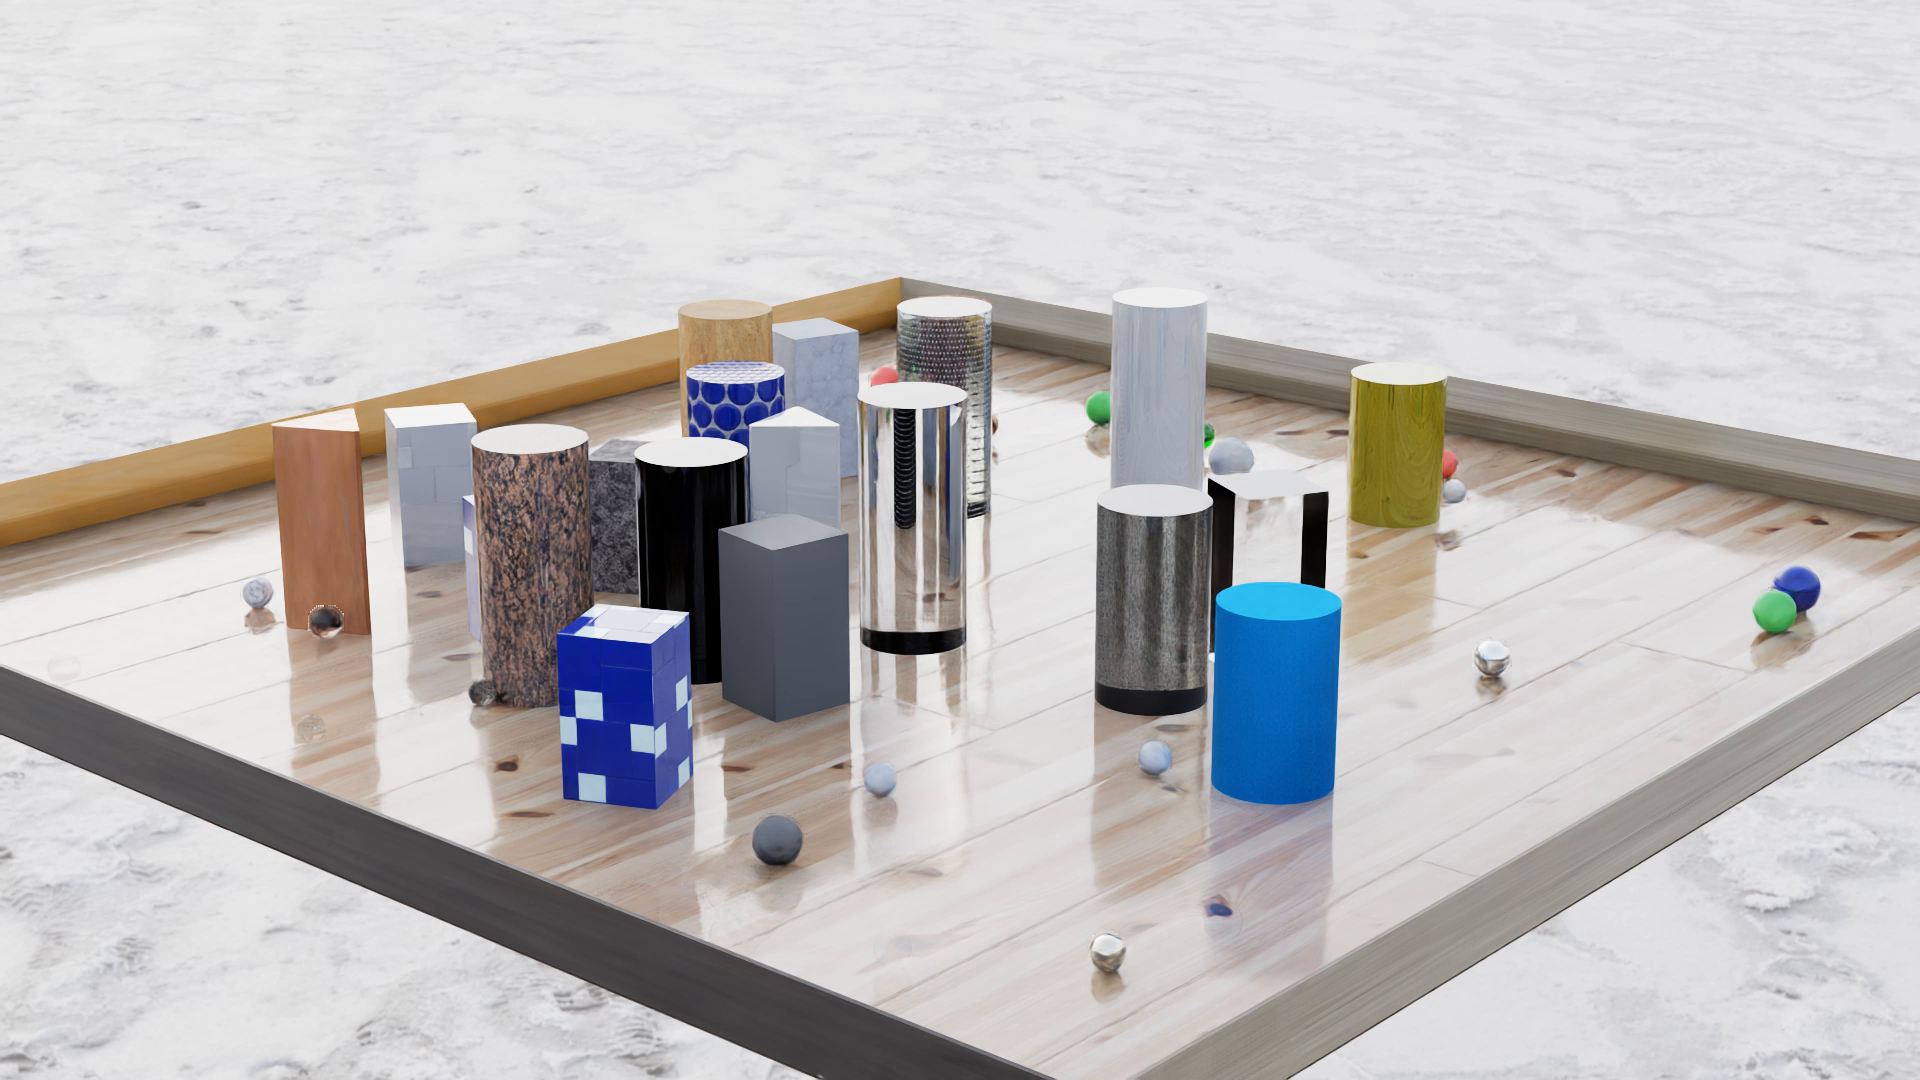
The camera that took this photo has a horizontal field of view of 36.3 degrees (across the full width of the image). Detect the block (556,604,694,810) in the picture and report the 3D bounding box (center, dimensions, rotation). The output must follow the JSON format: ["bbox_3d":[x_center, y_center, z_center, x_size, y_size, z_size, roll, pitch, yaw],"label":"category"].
[{"bbox_3d":[-0.479,0.238,4.208,0.143,0.249,0.143,5,18,16],"label":"block"}]

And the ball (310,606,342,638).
[{"bbox_3d":[-1.054,0.137,4.876,0.054,0.054,0.054,0,17,0],"label":"ball"}]

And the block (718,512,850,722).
[{"bbox_3d":[-0.272,0.119,4.552,0.143,0.277,0.143,-13,21,-37],"label":"block"}]

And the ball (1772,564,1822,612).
[{"bbox_3d":[1.428,0.083,5.005,0.083,0.083,0.083,0,17,0],"label":"ball"}]

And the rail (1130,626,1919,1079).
[{"bbox_3d":[1.111,0.309,4.199,0.045,0.116,3.000,14,22,39],"label":"rail"}]

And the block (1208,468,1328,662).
[{"bbox_3d":[0.491,0.055,4.719,0.143,0.302,0.143,-6,18,-20],"label":"block"}]

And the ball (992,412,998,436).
[{"bbox_3d":[0.050,-0.241,6.093,0.060,0.060,0.060,0,17,0],"label":"ball"}]

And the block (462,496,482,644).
[{"bbox_3d":[-0.724,0.051,4.843,0.143,0.238,0.143,-9,19,-26],"label":"block"}]

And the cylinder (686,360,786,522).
[{"bbox_3d":[-0.407,-0.152,5.370,0.179,0.320,0.179,0,17,0],"label":"cylinder"}]

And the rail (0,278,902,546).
[{"bbox_3d":[-1.111,-0.251,6.045,0.045,0.116,3.000,14,22,39],"label":"rail"}]

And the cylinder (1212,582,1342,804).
[{"bbox_3d":[0.455,0.219,4.223,0.179,0.277,0.179,0,17,0],"label":"cylinder"}]

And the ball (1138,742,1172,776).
[{"bbox_3d":[0.285,0.319,4.284,0.050,0.050,0.050,0,17,0],"label":"ball"}]

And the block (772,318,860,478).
[{"bbox_3d":[-0.298,-0.278,5.832,0.143,0.293,0.143,-10,20,-30],"label":"block"}]

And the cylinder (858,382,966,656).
[{"bbox_3d":[-0.078,-0.036,4.824,0.179,0.416,0.179,0,17,0],"label":"cylinder"}]

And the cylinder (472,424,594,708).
[{"bbox_3d":[-0.664,0.039,4.587,0.179,0.409,0.179,0,17,0],"label":"cylinder"}]

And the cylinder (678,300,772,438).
[{"bbox_3d":[-0.449,-0.263,5.650,0.179,0.371,0.179,0,17,0],"label":"cylinder"}]

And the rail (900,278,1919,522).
[{"bbox_3d":[0.968,-0.294,6.188,2.990,0.116,0.045,14,22,39],"label":"rail"}]

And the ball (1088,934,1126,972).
[{"bbox_3d":[0.183,0.513,3.648,0.047,0.047,0.047,0,17,0],"label":"ball"}]

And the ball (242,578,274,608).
[{"bbox_3d":[-1.205,0.090,5.033,0.053,0.053,0.053,0,17,0],"label":"ball"}]

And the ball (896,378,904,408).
[{"bbox_3d":[-0.094,-0.317,6.319,0.086,0.086,0.086,0,17,0],"label":"ball"}]

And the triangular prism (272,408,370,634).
[{"bbox_3d":[-1.043,-0.034,4.929,0.155,0.352,0.134,5,17,15],"label":"triangular prism"}]

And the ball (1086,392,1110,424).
[{"bbox_3d":[0.301,-0.281,6.225,0.071,0.071,0.071,0,17,0],"label":"ball"}]

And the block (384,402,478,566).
[{"bbox_3d":[-0.954,-0.101,5.313,0.143,0.257,0.143,-6,18,-18],"label":"block"}]

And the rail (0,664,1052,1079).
[{"bbox_3d":[-0.968,0.353,4.055,2.990,0.116,0.045,14,22,39],"label":"rail"}]

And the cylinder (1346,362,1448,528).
[{"bbox_3d":[0.823,-0.180,5.540,0.179,0.276,0.179,0,17,0],"label":"cylinder"}]

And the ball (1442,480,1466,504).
[{"bbox_3d":[0.936,-0.091,5.554,0.047,0.047,0.047,0,17,0],"label":"ball"}]

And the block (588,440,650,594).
[{"bbox_3d":[-0.564,-0.040,5.143,0.143,0.238,0.143,4,17,13],"label":"block"}]

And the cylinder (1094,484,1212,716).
[{"bbox_3d":[0.301,0.092,4.564,0.179,0.321,0.179,0,17,0],"label":"cylinder"}]

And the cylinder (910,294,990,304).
[{"bbox_3d":[-0.027,-0.328,5.966,0.179,0.311,0.179,0,17,0],"label":"cylinder"}]

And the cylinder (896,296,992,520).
[{"bbox_3d":[-0.029,-0.250,5.569,0.179,0.394,0.179,0,17,0],"label":"cylinder"}]

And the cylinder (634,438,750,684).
[{"bbox_3d":[-0.426,0.032,4.696,0.179,0.360,0.179,0,17,0],"label":"cylinder"}]

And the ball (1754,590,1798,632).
[{"bbox_3d":[1.364,0.119,4.906,0.071,0.071,0.071,0,17,0],"label":"ball"}]

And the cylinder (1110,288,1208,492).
[{"bbox_3d":[0.375,-0.256,5.551,0.179,0.415,0.179,0,17,0],"label":"cylinder"}]

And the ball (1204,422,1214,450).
[{"bbox_3d":[0.491,-0.215,6.022,0.063,0.063,0.063,0,17,0],"label":"ball"}]

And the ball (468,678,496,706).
[{"bbox_3d":[-0.744,0.237,4.567,0.042,0.042,0.042,0,17,0],"label":"ball"}]

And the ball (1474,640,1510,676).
[{"bbox_3d":[0.853,0.189,4.699,0.058,0.058,0.058,0,17,0],"label":"ball"}]

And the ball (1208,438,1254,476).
[{"bbox_3d":[0.536,-0.158,5.789,0.089,0.089,0.089,0,17,0],"label":"ball"}]

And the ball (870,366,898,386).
[{"bbox_3d":[-0.156,-0.340,6.399,0.082,0.082,0.082,0,17,0],"label":"ball"}]

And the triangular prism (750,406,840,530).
[{"bbox_3d":[-0.289,-0.083,5.206,0.155,0.283,0.134,0,17,0],"label":"triangular prism"}]

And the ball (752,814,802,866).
[{"bbox_3d":[-0.247,0.406,3.962,0.069,0.069,0.069,0,17,0],"label":"ball"}]

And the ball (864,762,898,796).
[{"bbox_3d":[-0.114,0.343,4.205,0.049,0.049,0.049,0,17,0],"label":"ball"}]

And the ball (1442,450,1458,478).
[{"bbox_3d":[0.958,-0.152,5.821,0.058,0.058,0.058,0,17,0],"label":"ball"}]
